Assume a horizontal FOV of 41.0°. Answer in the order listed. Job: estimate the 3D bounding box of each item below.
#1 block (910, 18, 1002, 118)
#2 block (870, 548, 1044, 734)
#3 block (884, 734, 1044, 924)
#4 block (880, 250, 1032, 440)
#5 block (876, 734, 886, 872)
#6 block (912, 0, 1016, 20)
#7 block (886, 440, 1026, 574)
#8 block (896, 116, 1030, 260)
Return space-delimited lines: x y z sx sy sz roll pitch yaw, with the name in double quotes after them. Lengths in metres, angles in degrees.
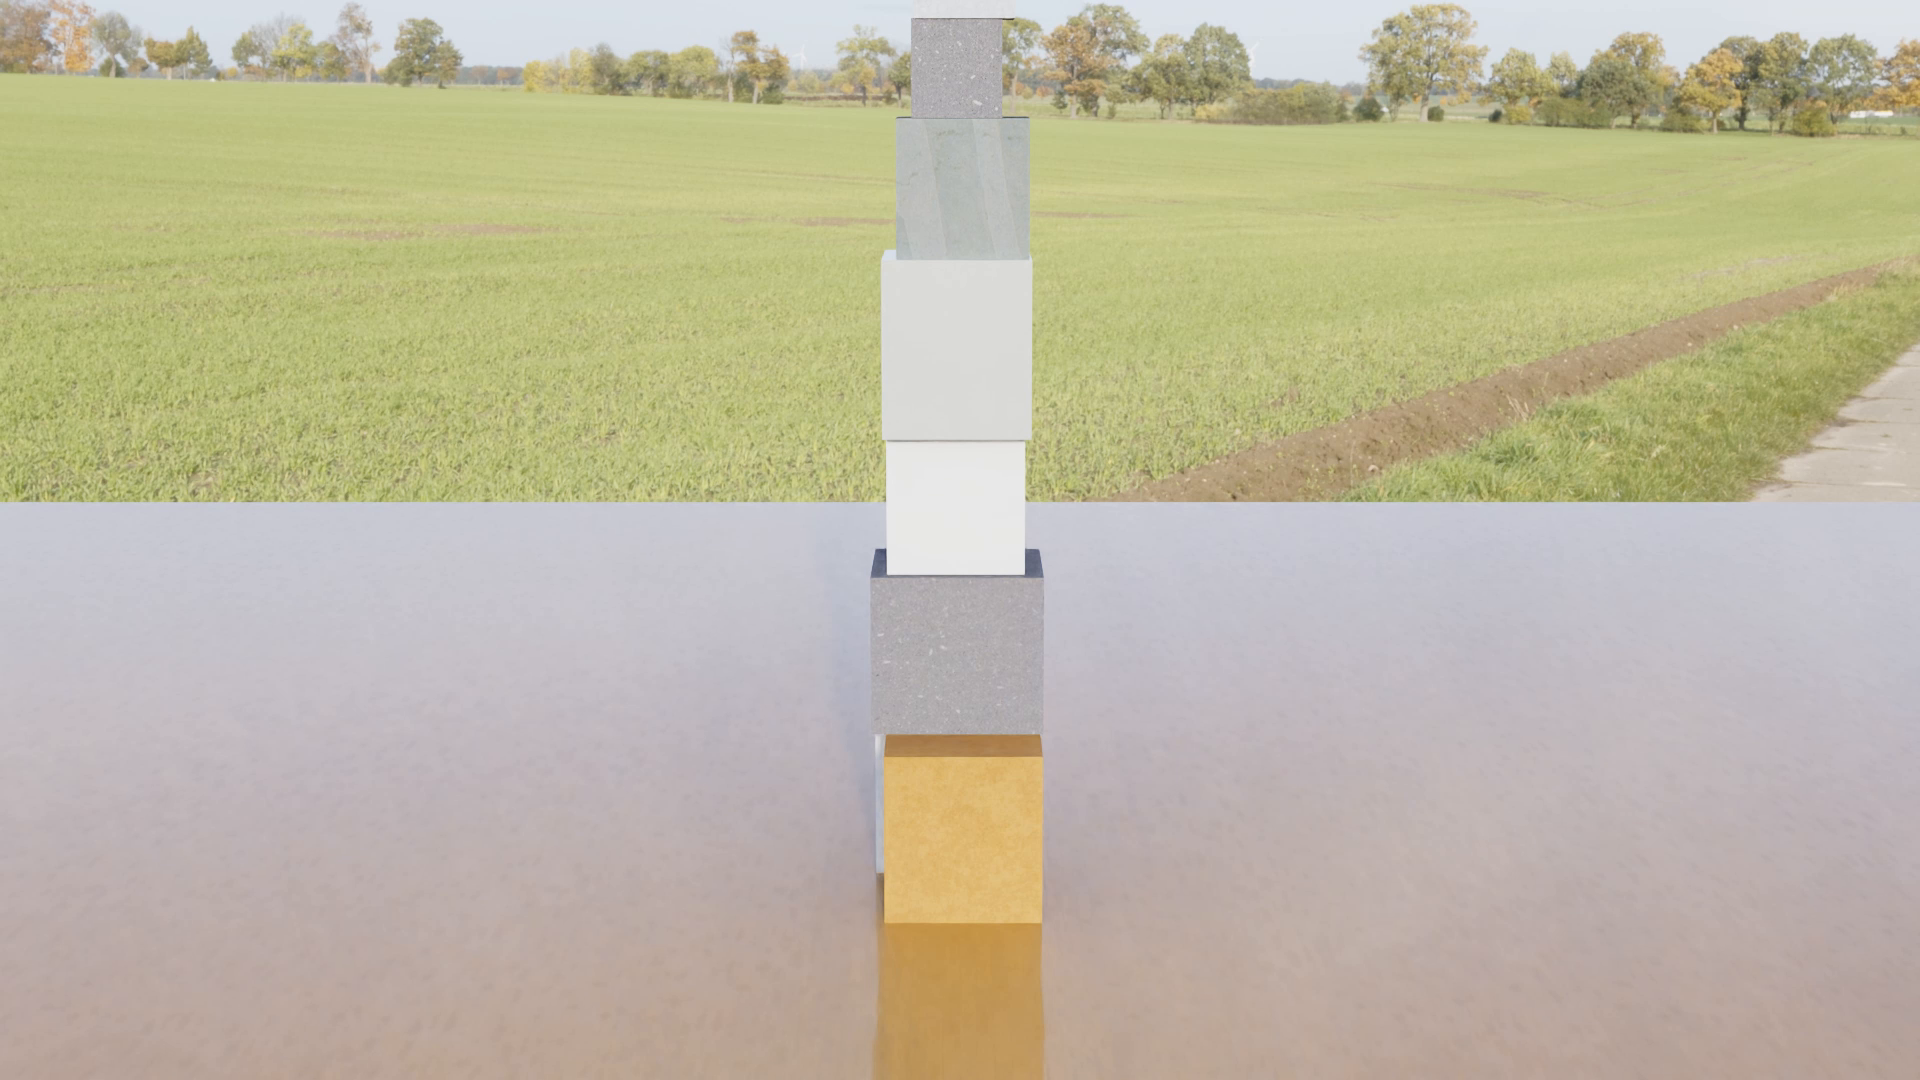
-0.014 -1.990 10.827 0.379 0.408 0.383 0 10 0 "block"
-0.012 0.435 11.260 0.737 0.680 0.695 0 10 0 "block"
0.014 1.191 11.011 0.660 0.718 0.676 0 10 0 "block"
-0.014 -0.849 11.031 0.628 0.750 0.673 0 10 0 "block"
-0.008 1.069 11.723 0.730 0.703 0.748 0 10 0 "block"
0.017 -2.424 10.749 0.423 0.475 0.410 0 10 0 "block"
-0.018 -0.190 11.149 0.587 0.589 0.535 0 10 0 "block"
0.012 -1.504 10.914 0.557 0.580 0.525 0 10 0 "block"
